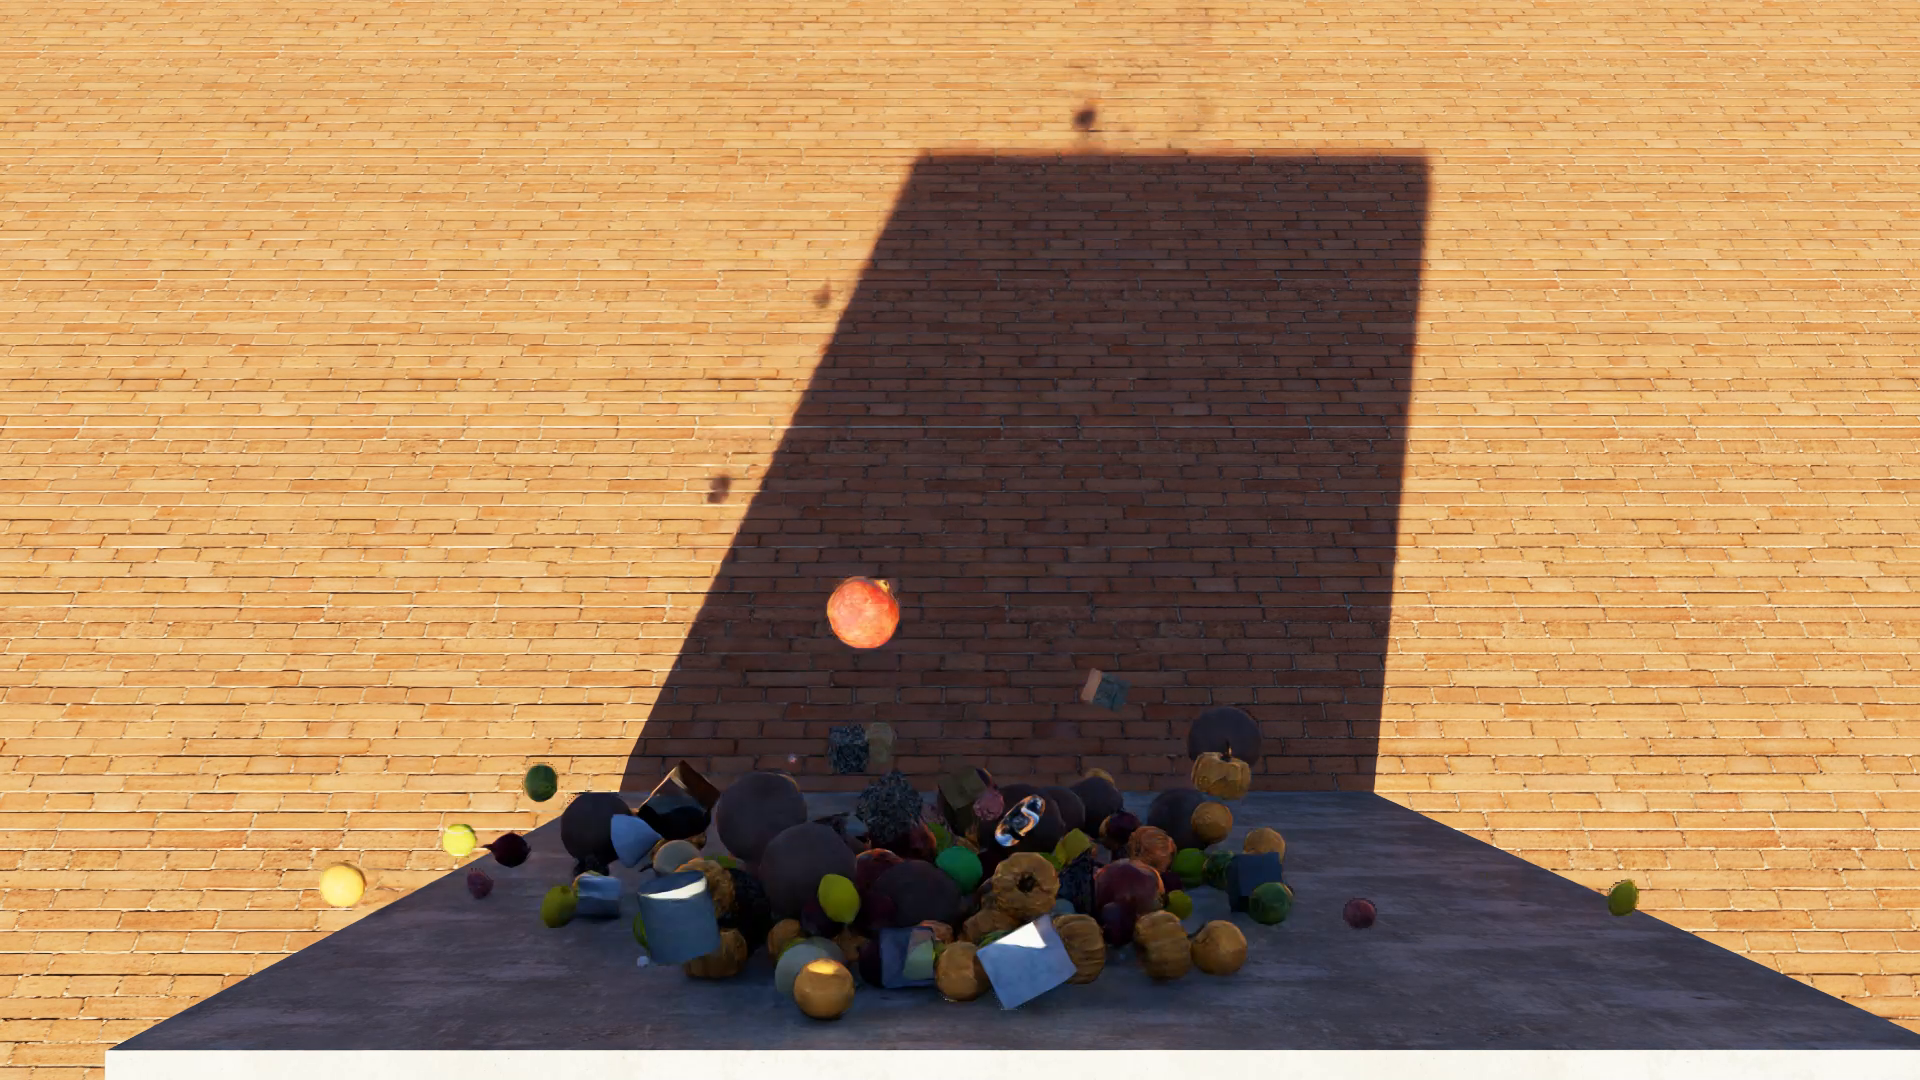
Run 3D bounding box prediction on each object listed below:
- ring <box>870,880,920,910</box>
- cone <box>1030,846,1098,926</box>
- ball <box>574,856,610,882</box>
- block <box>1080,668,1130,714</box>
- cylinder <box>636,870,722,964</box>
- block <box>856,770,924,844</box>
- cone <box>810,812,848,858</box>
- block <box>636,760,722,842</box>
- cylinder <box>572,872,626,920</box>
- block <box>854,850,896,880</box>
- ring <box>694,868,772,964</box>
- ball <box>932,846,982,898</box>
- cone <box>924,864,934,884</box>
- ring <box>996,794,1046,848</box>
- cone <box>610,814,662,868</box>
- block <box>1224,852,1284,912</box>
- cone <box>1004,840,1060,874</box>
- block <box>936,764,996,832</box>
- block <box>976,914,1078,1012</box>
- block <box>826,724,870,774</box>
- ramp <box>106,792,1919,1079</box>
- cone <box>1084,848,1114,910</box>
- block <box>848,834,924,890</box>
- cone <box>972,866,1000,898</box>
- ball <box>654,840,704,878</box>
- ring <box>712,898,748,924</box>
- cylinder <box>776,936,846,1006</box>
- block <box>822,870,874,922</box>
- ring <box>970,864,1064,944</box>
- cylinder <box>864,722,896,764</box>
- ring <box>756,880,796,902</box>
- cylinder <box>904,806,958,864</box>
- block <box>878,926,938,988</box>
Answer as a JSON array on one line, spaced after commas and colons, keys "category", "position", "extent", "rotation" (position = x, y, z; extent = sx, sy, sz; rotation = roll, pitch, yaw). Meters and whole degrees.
[{"category": "ring", "position": [-0.124, 0.569, 4.156], "extent": [0.120, 0.040, 0.120], "rotation": [-1, -3, 0]}, {"category": "cone", "position": [0.161, 0.460, 3.547], "extent": [0.098, 0.098, 0.098], "rotation": [16, 66, 22]}, {"category": "ball", "position": [-0.625, 0.565, 4.400], "extent": [0.061, 0.061, 0.061], "rotation": [0, 34, 0]}, {"category": "block", "position": [0.264, 0.272, 4.691], "extent": [0.058, 0.058, 0.058], "rotation": [22, -1, -18]}, {"category": "cylinder", "position": [-0.351, 0.471, 3.245], "extent": [0.090, 0.090, 0.090], "rotation": [-12, 7, 2]}, {"category": "block", "position": [-0.099, 0.378, 3.673], "extent": [0.064, 0.064, 0.064], "rotation": [-34, 17, 22]}, {"category": "cone", "position": [-0.224, 0.530, 4.608], "extent": [0.073, 0.073, 0.073], "rotation": [-12, 79, -17]}, {"category": "block", "position": [-0.430, 0.404, 3.976], "extent": [0.082, 0.082, 0.082], "rotation": [41, 17, -3]}, {"category": "cylinder", "position": [-0.556, 0.549, 4.002], "extent": [0.063, 0.063, 0.063], "rotation": [14, 28, -25]}, {"category": "block", "position": [-0.149, 0.571, 4.532], "extent": [0.055, 0.055, 0.055], "rotation": [-1, -2, 25]}, {"category": "ring", "position": [-0.324, 0.509, 3.516], "extent": [0.139, 0.046, 0.139], "rotation": [0, 61, 0]}, {"category": "ball", "position": [-0.004, 0.469, 3.671], "extent": [0.072, 0.072, 0.072], "rotation": [0, 34, 0]}, {"category": "cone", "position": [-0.065, 0.562, 4.545], "extent": [0.074, 0.074, 0.074], "rotation": [0, -2, 0]}, {"category": "ring", "position": [0.087, 0.407, 3.763], "extent": [0.030, 0.091, 0.091], "rotation": [44, 40, -6]}, {"category": "cone", "position": [-0.517, 0.486, 4.312], "extent": [0.094, 0.094, 0.094], "rotation": [-18, 31, 16]}, {"category": "block", "position": [0.463, 0.538, 4.080], "extent": [0.070, 0.070, 0.070], "rotation": [0, 61, -10]}, {"category": "cone", "position": [0.098, 0.553, 4.307], "extent": [0.098, 0.098, 0.098], "rotation": [-16, 20, 40]}, {"category": "block", "position": [0.009, 0.368, 3.707], "extent": [0.058, 0.058, 0.058], "rotation": [-27, 52, -10]}, {"category": "block", "position": [0.080, 0.505, 3.106], "extent": [0.079, 0.079, 0.079], "rotation": [-29, -7, 13]}, {"category": "block", "position": [-0.182, 0.342, 4.231], "extent": [0.055, 0.055, 0.055], "rotation": [-3, 33, -17]}, {"category": "ramp", "position": [0.076, 0.656, 4.804], "extent": [2.000, 0.100, 4.000], "rotation": [0, -2, 0]}, {"category": "cone", "position": [0.200, 0.541, 4.155], "extent": [0.094, 0.094, 0.094], "rotation": [0, -2, 0]}, {"category": "block", "position": [-0.125, 0.549, 4.416], "extent": [0.092, 0.092, 0.092], "rotation": [-1, -2, 39]}, {"category": "cone", "position": [0.044, 0.534, 4.124], "extent": [0.060, 0.060, 0.060], "rotation": [-10, 35, -3]}, {"category": "ball", "position": [-0.422, 0.487, 3.889], "extent": [0.075, 0.075, 0.075], "rotation": [0, 34, 0]}, {"category": "ring", "position": [-0.374, 0.563, 3.943], "extent": [0.105, 0.035, 0.105], "rotation": [5, -7, 1]}, {"category": "cylinder", "position": [-0.181, 0.524, 3.157], "extent": [0.074, 0.074, 0.074], "rotation": [5, -1, 7]}, {"category": "block", "position": [-0.165, 0.526, 3.829], "extent": [0.056, 0.056, 0.056], "rotation": [-3, 17, 15]}, {"category": "ring", "position": [0.083, 0.518, 3.660], "extent": [0.148, 0.049, 0.148], "rotation": [-16, 36, 12]}, {"category": "cylinder", "position": [-0.185, 0.457, 5.839], "extent": [0.071, 0.071, 0.071], "rotation": [4, 26, 5]}, {"category": "ring", "position": [-0.317, 0.574, 4.234], "extent": [0.100, 0.033, 0.100], "rotation": [-1, -5, 0]}, {"category": "cylinder", "position": [-0.050, 0.496, 4.370], "extent": [0.071, 0.071, 0.071], "rotation": [-14, 43, 13]}, {"category": "block", "position": [-0.064, 0.517, 3.219], "extent": [0.065, 0.065, 0.065], "rotation": [-5, 74, 2]}]
